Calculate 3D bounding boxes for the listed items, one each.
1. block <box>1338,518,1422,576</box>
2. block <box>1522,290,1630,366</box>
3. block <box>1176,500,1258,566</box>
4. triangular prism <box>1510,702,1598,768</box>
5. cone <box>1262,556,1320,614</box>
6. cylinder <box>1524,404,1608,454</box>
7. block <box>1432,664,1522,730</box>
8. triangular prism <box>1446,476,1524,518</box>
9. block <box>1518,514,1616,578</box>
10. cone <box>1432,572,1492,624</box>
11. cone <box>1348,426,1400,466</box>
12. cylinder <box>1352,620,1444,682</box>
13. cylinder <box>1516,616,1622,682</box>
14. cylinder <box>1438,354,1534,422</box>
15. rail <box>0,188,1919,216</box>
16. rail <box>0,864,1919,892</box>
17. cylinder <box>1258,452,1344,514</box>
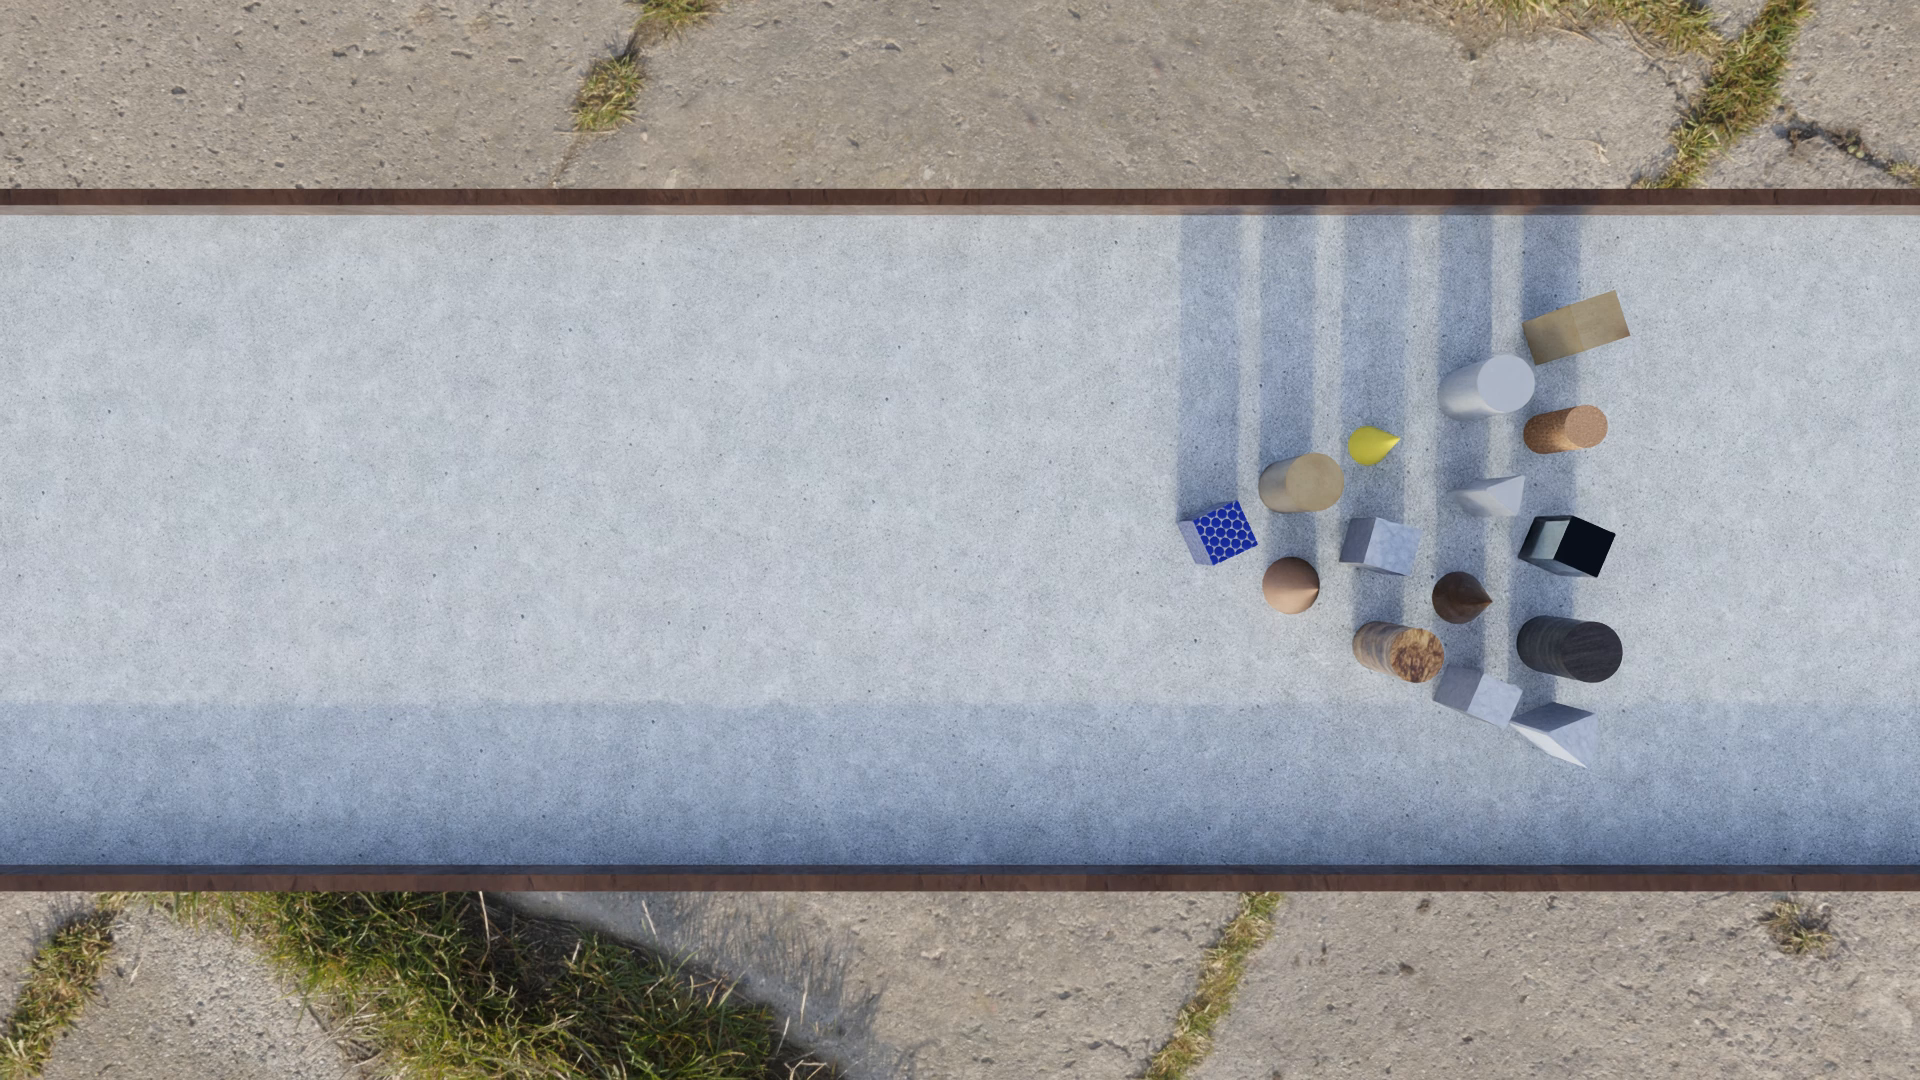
[{"bbox_3d":[1.251,0.019,4.919,0.138,0.315,0.138,16,90,0],"label":"block"},{"bbox_3d":[1.815,-0.623,4.877,0.138,0.399,0.138,-18,90,0],"label":"block"},{"bbox_3d":[0.759,-0.021,4.895,0.141,0.364,0.141,-25,90,0],"label":"block"},{"bbox_3d":[1.788,0.553,4.905,0.156,0.343,0.135,38,90,0],"label":"triangular prism"},{"bbox_3d":[1.019,0.140,4.882,0.177,0.389,0.177,0,90,0],"label":"cone"},{"bbox_3d":[1.796,-0.326,4.902,0.124,0.348,0.124,0,90,0],"label":"cylinder"},{"bbox_3d":[1.534,0.462,4.903,0.123,0.346,0.123,24,90,0],"label":"block"},{"bbox_3d":[1.570,-0.145,4.878,0.115,0.396,0.100,40,90,0],"label":"triangular prism"},{"bbox_3d":[1.806,0.019,4.923,0.139,0.308,0.139,23,90,0],"label":"block"},{"bbox_3d":[1.534,0.178,4.911,0.163,0.331,0.163,0,90,0],"label":"cone"},{"bbox_3d":[1.256,-0.290,4.889,0.122,0.375,0.122,0,90,0],"label":"cone"},{"bbox_3d":[1.284,0.325,4.856,0.153,0.441,0.153,0,90,0],"label":"cylinder"},{"bbox_3d":[1.800,0.320,4.887,0.176,0.379,0.176,0,90,0],"label":"cylinder"},{"bbox_3d":[1.551,-0.446,4.881,0.165,0.391,0.165,0,90,0],"label":"cylinder"},{"bbox_3d":[-2.247,-1.025,5.002,12.000,0.150,0.050,0,90,0],"label":"rail"},{"bbox_3d":[-2.247,1.025,5.001,12.000,0.150,0.050,0,90,0],"label":"rail"},{"bbox_3d":[1.000,-0.163,4.861,0.166,0.431,0.166,0,90,0],"label":"cylinder"}]
